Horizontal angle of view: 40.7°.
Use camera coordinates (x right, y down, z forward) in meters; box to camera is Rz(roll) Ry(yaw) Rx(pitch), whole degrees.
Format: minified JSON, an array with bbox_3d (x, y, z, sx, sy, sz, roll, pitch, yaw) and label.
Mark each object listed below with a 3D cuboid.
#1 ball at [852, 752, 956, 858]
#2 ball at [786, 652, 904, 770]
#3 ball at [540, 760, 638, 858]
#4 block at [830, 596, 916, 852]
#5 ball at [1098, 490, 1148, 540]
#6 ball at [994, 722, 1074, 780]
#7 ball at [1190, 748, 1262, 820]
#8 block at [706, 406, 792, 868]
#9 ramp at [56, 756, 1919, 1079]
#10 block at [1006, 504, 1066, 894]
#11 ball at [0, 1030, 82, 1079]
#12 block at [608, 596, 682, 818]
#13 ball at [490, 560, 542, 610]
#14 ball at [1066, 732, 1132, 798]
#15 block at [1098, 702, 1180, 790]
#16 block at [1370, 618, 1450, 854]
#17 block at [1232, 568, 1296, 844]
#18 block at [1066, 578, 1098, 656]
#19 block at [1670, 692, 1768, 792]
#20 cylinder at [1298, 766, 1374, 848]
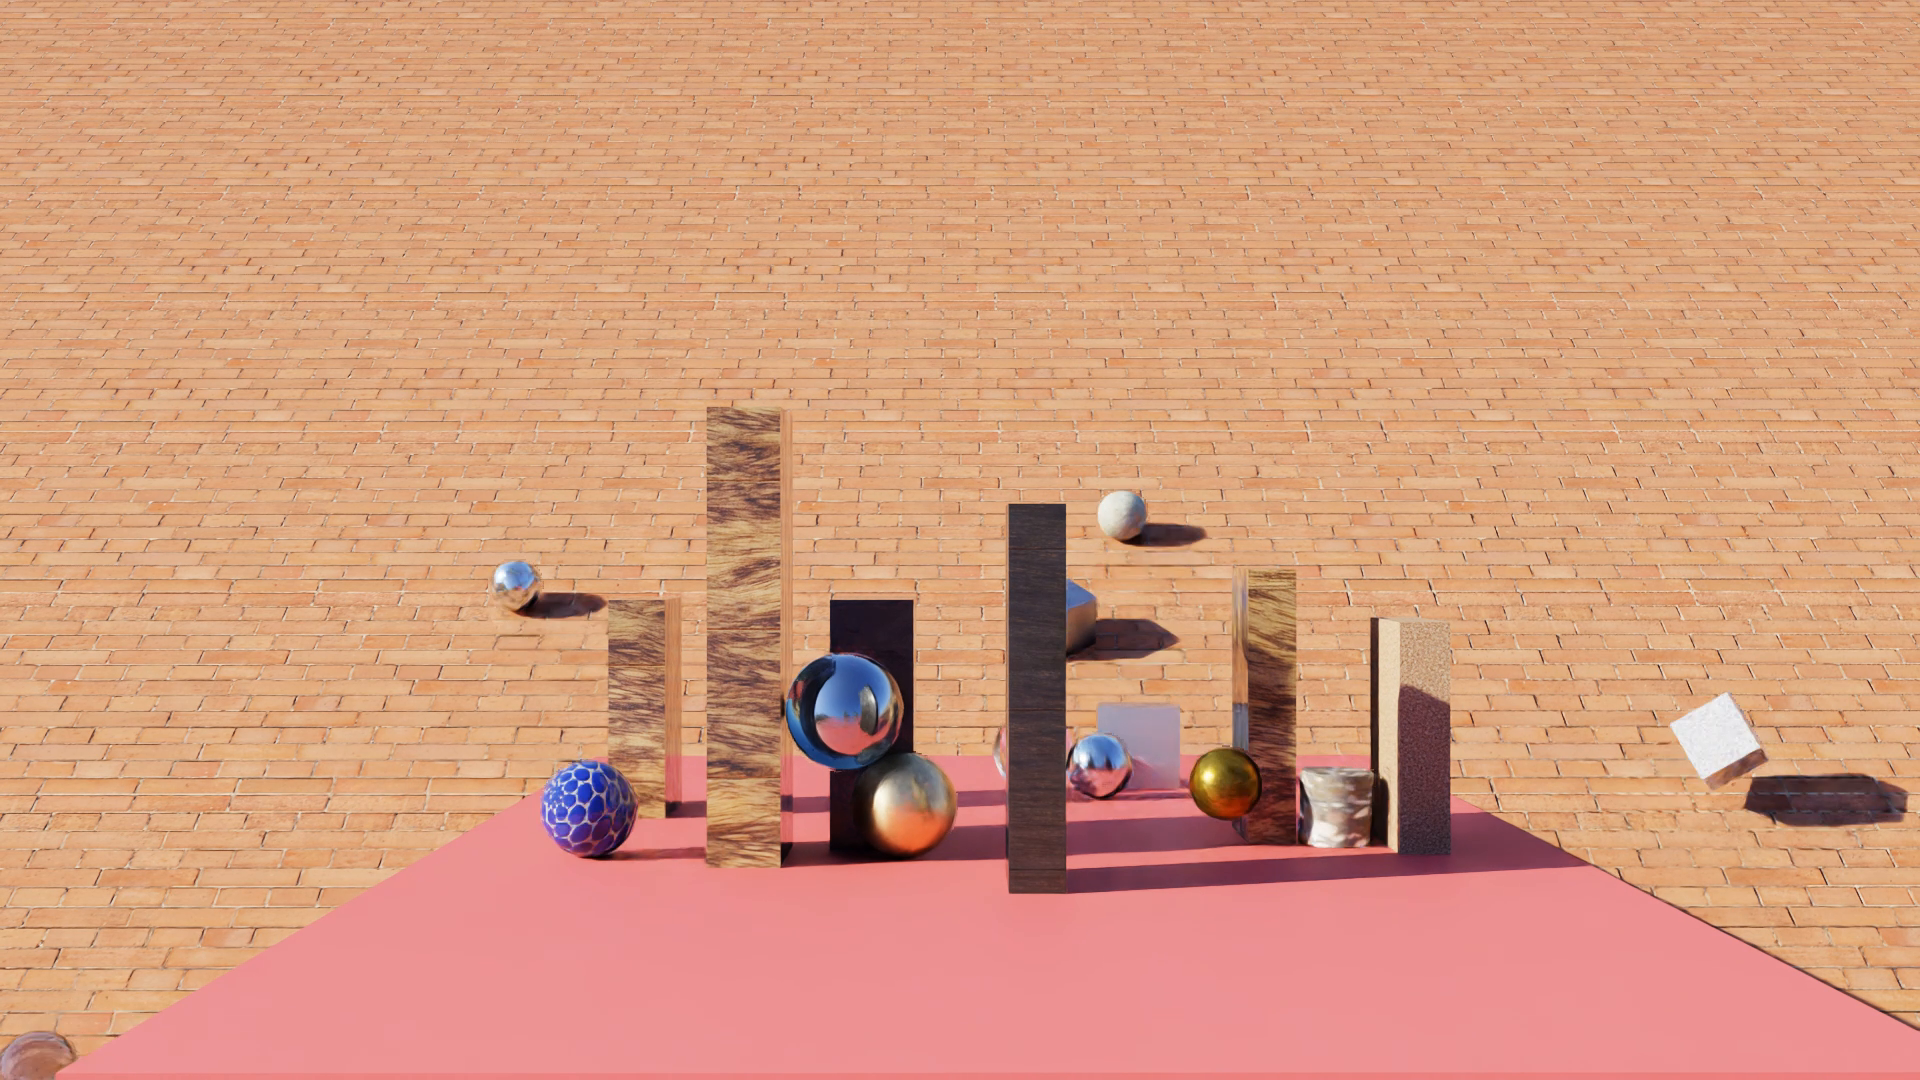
[{"bbox_3d":[-0.098,0.460,4.490,0.182,0.182,0.182,0,30,0],"label":"ball"},{"bbox_3d":[-0.199,0.296,4.478,0.206,0.206,0.206,0,30,0],"label":"ball"},{"bbox_3d":[-0.644,0.468,4.501,0.167,0.167,0.167,0,30,0],"label":"ball"},{"bbox_3d":[-0.157,0.329,4.744,0.148,0.446,0.326,0,0,0],"label":"block"},{"bbox_3d":[0.487,-0.074,7.766,0.149,0.149,0.149,0,30,0],"label":"ball"},{"bbox_3d":[0.162,0.465,5.694,0.177,0.177,0.177,0,30,0],"label":"ball"},{"bbox_3d":[0.478,0.439,4.653,0.131,0.131,0.131,0,30,0],"label":"ball"},{"bbox_3d":[-0.364,0.164,4.516,0.124,0.775,0.327,0,0,0],"label":"block"},{"bbox_3d":[0.068,0.602,4.663,2.000,0.100,4.000,0,0,0],"label":"ramp"},{"bbox_3d":[0.120,0.247,4.161,0.090,0.607,0.271,0,0,0],"label":"block"},{"bbox_3d":[-1.999,1.158,5.614,0.187,0.187,0.187,0,30,0],"label":"ball"},{"bbox_3d":[-0.641,0.336,5.283,0.113,0.434,0.304,0,0,0],"label":"block"},{"bbox_3d":[-1.275,0.130,7.419,0.146,0.146,0.146,0,30,0],"label":"ball"},{"bbox_3d":[0.298,0.483,5.532,0.140,0.140,0.140,0,30,0],"label":"ball"},{"bbox_3d":[0.401,0.462,5.833,0.182,0.182,0.182,0,0,4],"label":"block"},{"bbox_3d":[0.815,0.348,4.699,0.089,0.407,0.324,0,0,0],"label":"block"},{"bbox_3d":[0.567,0.303,4.836,0.087,0.498,0.274,0,0,0],"label":"block"},{"bbox_3d":[0.275,0.220,7.257,0.153,0.153,0.153,-21,36,-32],"label":"block"},{"bbox_3d":[1.915,0.510,6.525,0.162,0.162,0.162,-32,63,13],"label":"block"},{"bbox_3d":[0.680,0.483,4.689,0.130,0.130,0.130,2,3,0],"label":"cylinder"}]
